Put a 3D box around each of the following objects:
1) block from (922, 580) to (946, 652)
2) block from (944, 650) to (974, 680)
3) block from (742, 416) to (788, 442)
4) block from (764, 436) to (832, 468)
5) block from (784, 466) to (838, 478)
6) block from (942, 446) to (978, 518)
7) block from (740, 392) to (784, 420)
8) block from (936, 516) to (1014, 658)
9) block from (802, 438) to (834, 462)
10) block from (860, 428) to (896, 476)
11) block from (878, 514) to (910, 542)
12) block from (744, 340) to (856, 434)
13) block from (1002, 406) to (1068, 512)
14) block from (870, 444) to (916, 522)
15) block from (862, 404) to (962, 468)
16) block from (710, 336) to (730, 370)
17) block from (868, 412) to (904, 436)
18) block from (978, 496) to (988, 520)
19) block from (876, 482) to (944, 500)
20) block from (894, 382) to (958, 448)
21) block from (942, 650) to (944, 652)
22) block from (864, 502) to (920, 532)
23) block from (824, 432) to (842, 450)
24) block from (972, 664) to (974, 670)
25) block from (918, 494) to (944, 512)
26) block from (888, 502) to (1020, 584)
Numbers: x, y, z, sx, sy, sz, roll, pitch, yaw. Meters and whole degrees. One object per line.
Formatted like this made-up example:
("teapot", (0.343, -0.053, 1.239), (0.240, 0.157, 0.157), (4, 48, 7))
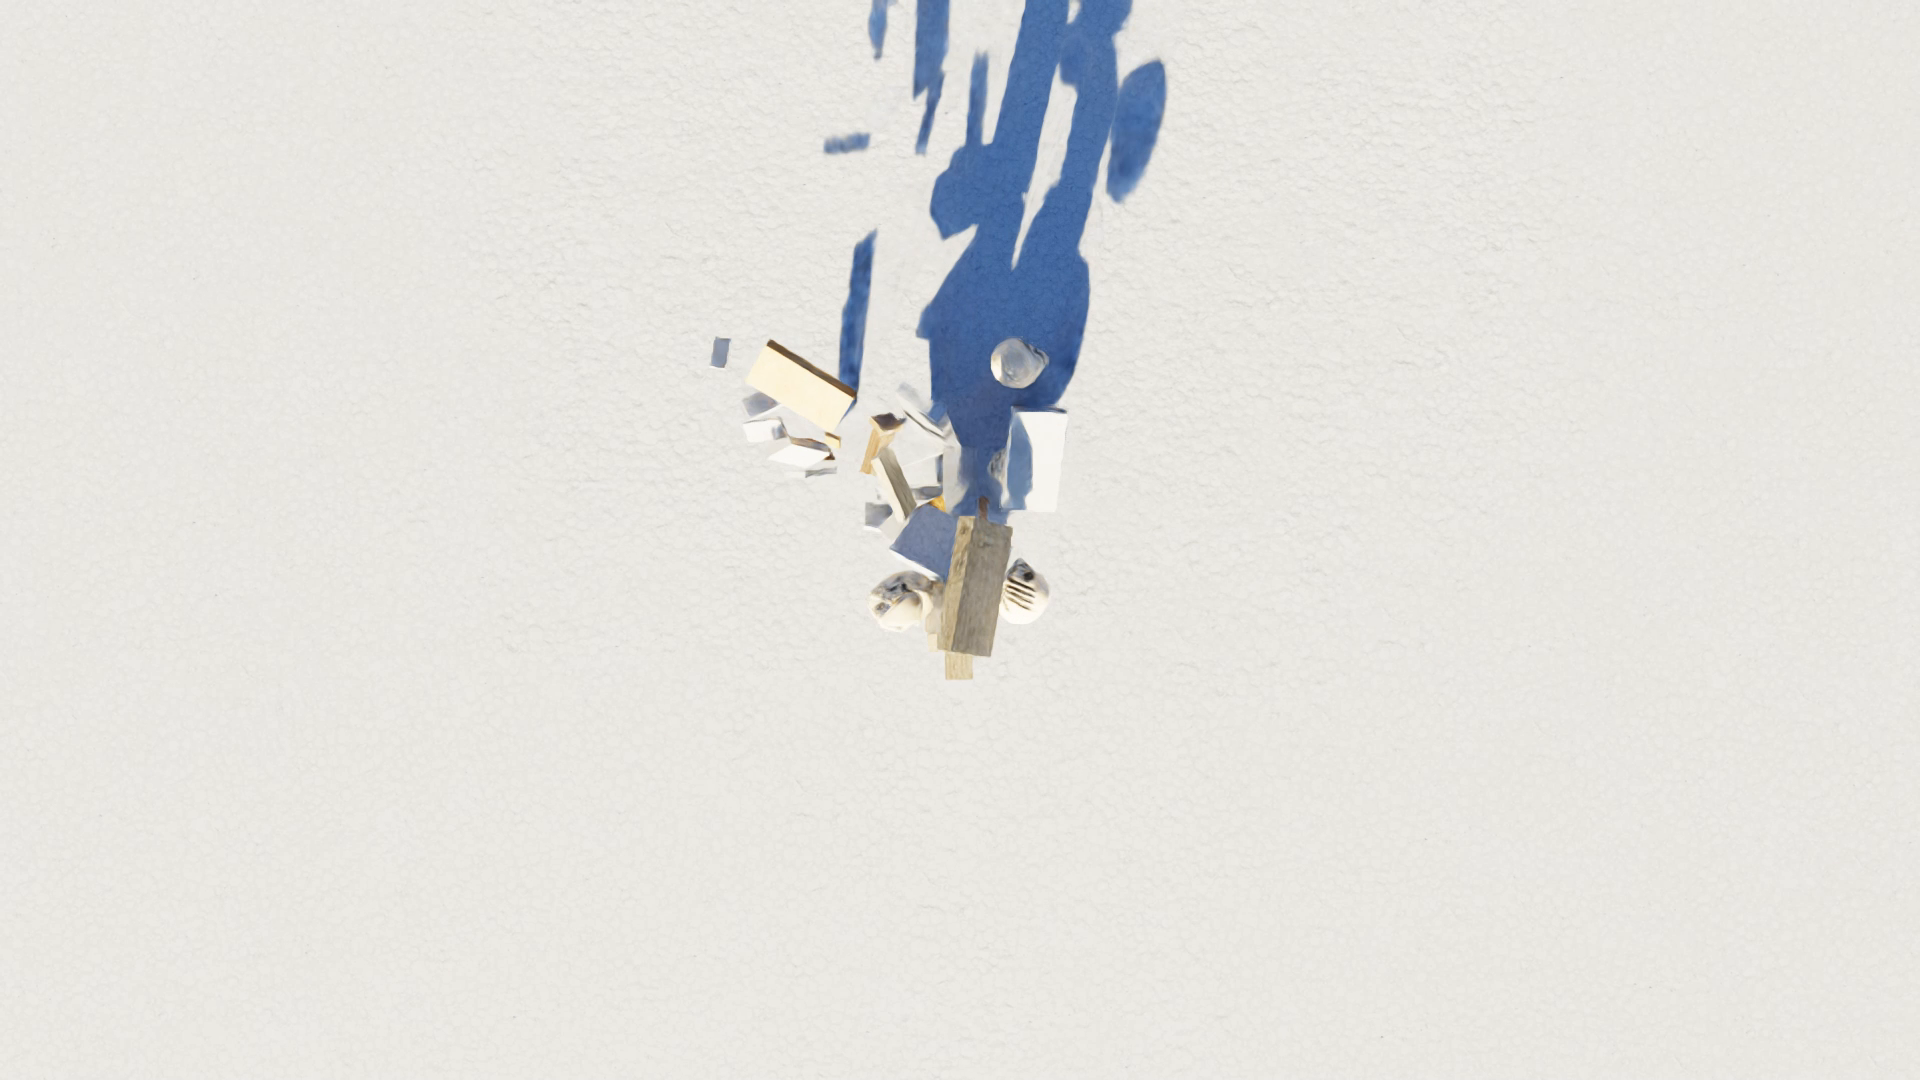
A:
("block", (-0.009, 0.200, 4.653), (0.177, 0.436, 0.050), (-10, 108, 1))
("block", (-0.004, 0.330, 4.865), (0.081, 0.023, 0.162), (-2, 92, 1))
("block", (-0.584, -0.331, 4.956), (0.128, 0.018, 0.064), (-6, 118, 25))
("block", (-0.489, -0.265, 4.972), (0.102, 0.203, 0.029), (-26, 72, 27))
("block", (-0.480, -0.219, 5.330), (0.072, 0.228, 0.020), (1, 96, 23))
("block", (0.002, -0.158, 4.997), (0.102, 0.029, 0.250), (-2, 81, 3))
("block", (-0.610, -0.438, 5.195), (0.143, 0.020, 0.072), (-26, 74, -6))
("block", (0.040, 0.125, 4.356), (0.050, 0.177, 0.354), (8, 86, 38))
("block", (-0.462, -0.296, 5.381), (0.018, 0.128, 0.064), (-39, 68, 19))
("block", (-0.259, -0.273, 5.179), (0.072, 0.020, 0.143), (17, 91, 8))
("block", (-0.164, -0.005, 5.208), (0.176, 0.025, 0.088), (44, 87, 2))
("block", (-0.467, -0.451, 4.846), (0.297, 0.042, 0.149), (31, 127, -7))
("block", (0.203, -0.222, 4.535), (0.148, 0.042, 0.297), (1, 118, -8))
("block", (-0.193, -0.168, 4.842), (0.029, 0.102, 0.203), (-15, 111, 24))
("block", (-0.153, -0.316, 5.198), (0.285, 0.040, 0.143), (-19, 87, 6))
("block", (-0.709, -0.552, 4.873), (0.047, 0.013, 0.094), (9, 77, -4))
("block", (-0.230, -0.361, 5.123), (0.018, 0.128, 0.064), (-45, 78, 27))
("block", (0.047, -0.045, 5.183), (0.079, 0.022, 0.174), (-7, 106, -33))
("block", (-0.120, -0.157, 5.346), (0.143, 0.285, 0.040), (2, 97, 43))
("block", (-0.093, -0.356, 4.884), (0.149, 0.567, 0.042), (35, 87, 6))
("block", (-0.005, 0.250, 5.051), (0.095, 0.027, 0.190), (1, 90, 1))
("block", (-0.217, -0.069, 5.278), (0.178, 0.025, 0.088), (4, 62, -5))
("block", (-0.393, -0.308, 5.114), (0.047, 0.094, 0.013), (23, 76, 3))
("block", (-0.001, 0.384, 5.134), (0.081, 0.510, 0.023), (0, 90, 0))
("block", (-0.052, -0.047, 5.241), (0.088, 0.025, 0.176), (-27, 85, 11))
("block", (-0.020, 0.035, 4.698), (0.354, 0.050, 0.177), (27, 72, 37))
